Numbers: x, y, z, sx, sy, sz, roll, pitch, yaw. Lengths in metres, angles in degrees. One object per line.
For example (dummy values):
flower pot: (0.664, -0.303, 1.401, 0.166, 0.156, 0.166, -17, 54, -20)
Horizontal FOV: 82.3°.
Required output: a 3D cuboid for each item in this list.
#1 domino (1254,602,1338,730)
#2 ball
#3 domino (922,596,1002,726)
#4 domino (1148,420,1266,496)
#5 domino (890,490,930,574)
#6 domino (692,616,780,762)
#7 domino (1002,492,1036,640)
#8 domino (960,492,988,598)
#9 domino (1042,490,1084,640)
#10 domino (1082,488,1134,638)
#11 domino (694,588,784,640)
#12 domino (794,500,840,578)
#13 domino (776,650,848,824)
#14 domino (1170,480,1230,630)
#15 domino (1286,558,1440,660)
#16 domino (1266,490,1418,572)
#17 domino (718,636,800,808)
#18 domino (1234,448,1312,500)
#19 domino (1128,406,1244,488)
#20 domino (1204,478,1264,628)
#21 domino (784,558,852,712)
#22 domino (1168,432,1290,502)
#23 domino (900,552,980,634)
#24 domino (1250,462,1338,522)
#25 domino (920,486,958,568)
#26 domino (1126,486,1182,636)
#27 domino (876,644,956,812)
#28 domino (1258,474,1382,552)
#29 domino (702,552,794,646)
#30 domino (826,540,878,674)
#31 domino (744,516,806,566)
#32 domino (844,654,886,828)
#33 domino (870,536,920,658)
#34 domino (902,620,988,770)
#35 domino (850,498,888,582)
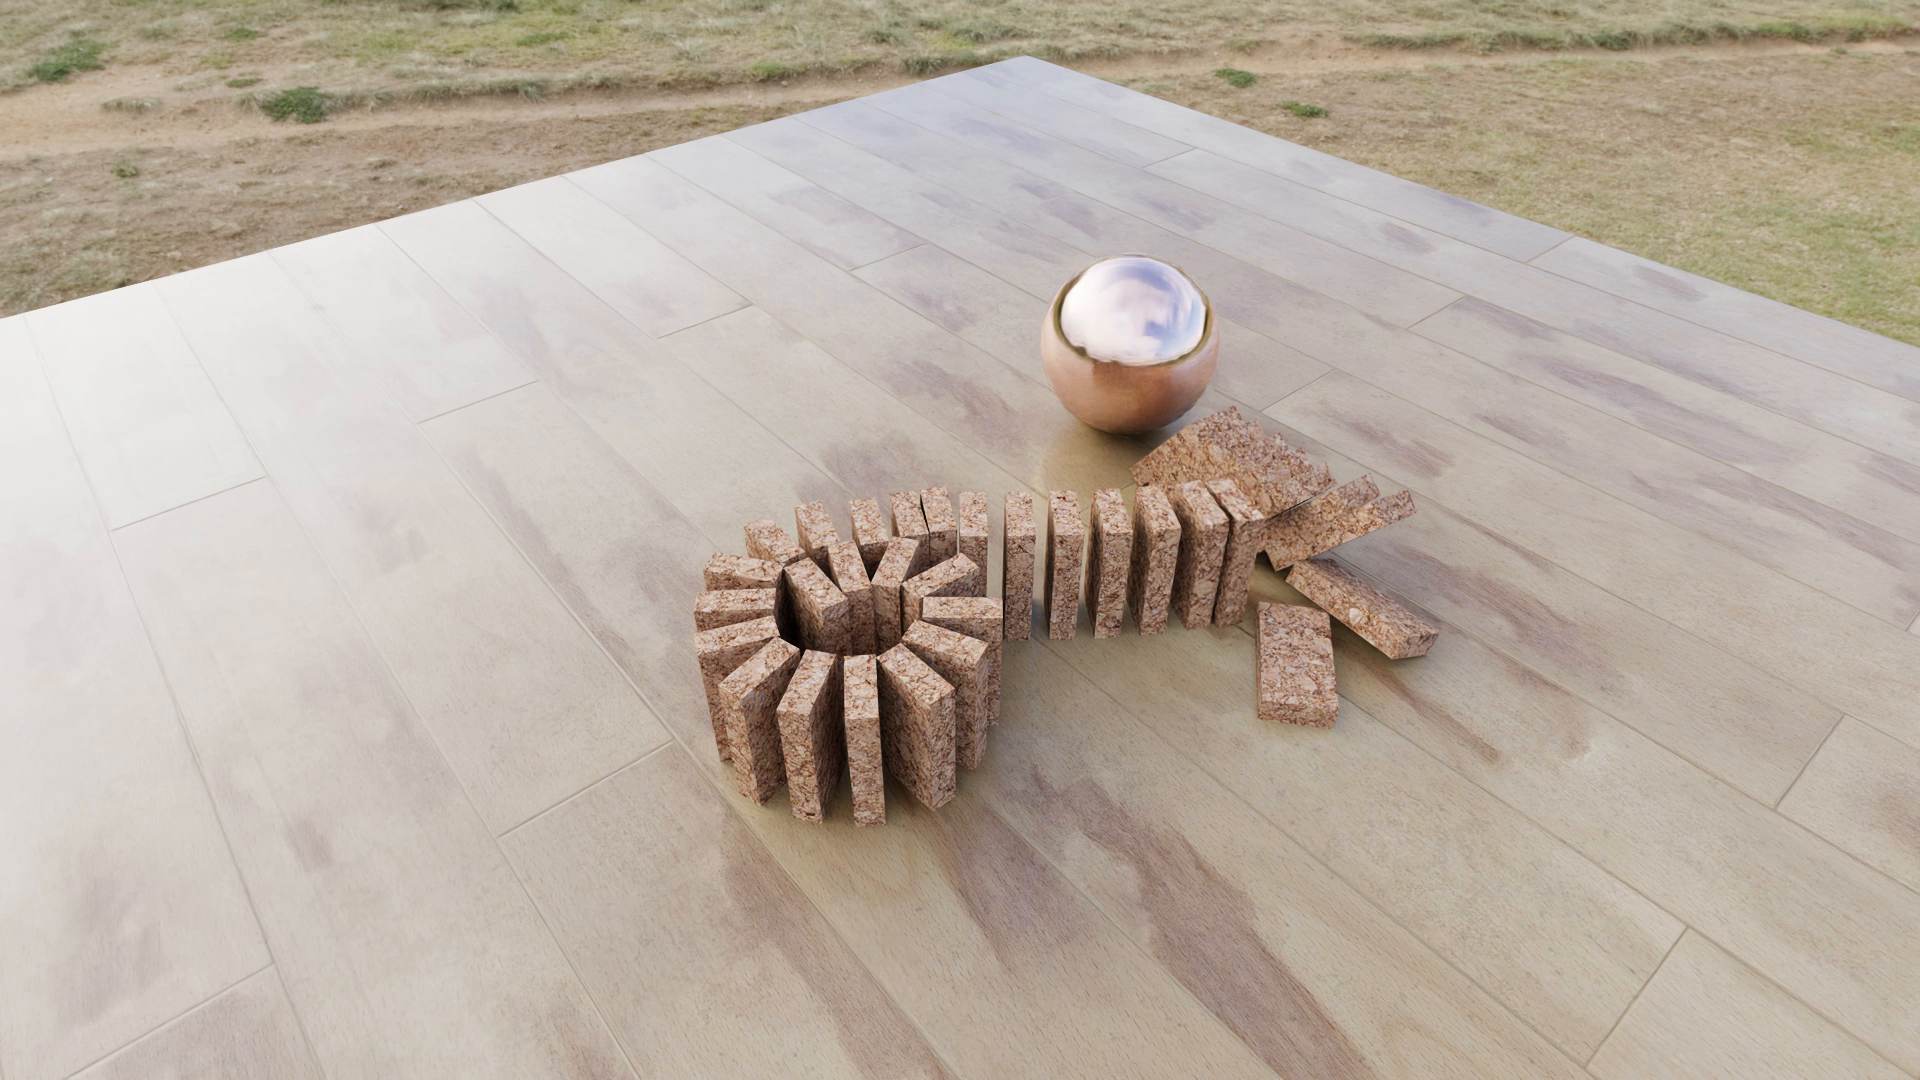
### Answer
domino: (0.119, 0.044, 0.390, 0.025, 0.010, 0.050, 7, 40, 8)
ball: (0.076, -0.088, 0.495, 0.080, 0.080, 0.080, 0, 39, 0)
domino: (0.001, 0.041, 0.362, 0.025, 0.050, 0.009, 1, 39, 1)
domino: (0.102, -0.033, 0.455, 0.025, 0.050, 0.009, -23, 82, -25)
domino: (-0.018, 0.010, 0.399, 0.009, 0.050, 0.025, -8, 40, -9)
domino: (-0.069, 0.048, 0.353, 0.025, 0.050, 0.009, -13, 41, -15)
domino: (0.021, 0.010, 0.399, 0.010, 0.050, 0.025, 0, 39, -1)
domino: (0.005, 0.010, 0.399, 0.010, 0.050, 0.025, 0, 39, 0)
domino: (0.037, 0.010, 0.400, 0.010, 0.050, 0.025, -1, 39, -2)
domino: (0.053, 0.009, 0.401, 0.010, 0.050, 0.025, -3, 39, -4)
domino: (-0.071, 0.038, 0.365, 0.025, 0.050, 0.009, -2, 39, -3)
domino: (-0.049, 0.014, 0.395, 0.010, 0.050, 0.025, -14, 41, -16)
domino: (-0.045, 0.061, 0.337, 0.009, 0.050, 0.025, 9, 40, 10)
domino: (0.086, 0.006, 0.404, 0.009, 0.050, 0.025, -10, 40, -12)
domino: (0.148, 0.025, 0.406, 0.025, 0.010, 0.050, 0, 32, -41)
domino: (0.144, -0.003, 0.416, 0.025, 0.050, 0.009, -16, 79, -40)
domino: (-0.060, 0.057, 0.342, 0.009, 0.050, 0.025, 24, 45, 27)
domino: (0.115, -0.020, 0.439, 0.025, 0.050, 0.009, -23, 82, -25)
domino: (0.095, -0.039, 0.462, 0.025, 0.050, 0.009, -23, 82, -26)
domino: (0.097, 0.005, 0.405, 0.009, 0.050, 0.025, -12, 41, -14)
domino: (-0.047, 0.033, 0.371, 0.009, 0.050, 0.025, -24, 45, -27)
domino: (0.108, -0.026, 0.447, 0.025, 0.050, 0.009, -23, 82, -26)
domino: (-0.006, 0.031, 0.374, 0.025, 0.050, 0.010, -27, 46, -29)
domino: (0.121, -0.013, 0.432, 0.025, 0.050, 0.009, -23, 82, -25)
domino: (-0.008, 0.008, 0.401, 0.009, 0.050, 0.025, -6, 40, -7)
domino: (0.070, 0.008, 0.402, 0.010, 0.050, 0.025, -5, 40, -6)
domino: (-0.013, 0.059, 0.340, 0.009, 0.050, 0.025, -29, 48, -31)
domino: (0.133, -0.009, 0.424, 0.025, 0.050, 0.010, -21, 83, -38)
domino: (-0.071, 0.028, 0.377, 0.025, 0.050, 0.009, 9, 40, 11)
domino: (-0.037, 0.028, 0.378, 0.009, 0.050, 0.025, -11, 41, -13)
domino: (-0.063, 0.019, 0.389, 0.009, 0.050, 0.025, -26, 46, -29)
domino: (-0.029, 0.062, 0.336, 0.010, 0.050, 0.025, -3, 39, -4)
domino: (-0.021, 0.026, 0.379, 0.009, 0.050, 0.025, 9, 40, 11)
domino: (-0.005, 0.050, 0.350, 0.025, 0.050, 0.009, 16, 42, 19)
domino: (-0.032, 0.013, 0.396, 0.009, 0.050, 0.025, -9, 40, -11)
